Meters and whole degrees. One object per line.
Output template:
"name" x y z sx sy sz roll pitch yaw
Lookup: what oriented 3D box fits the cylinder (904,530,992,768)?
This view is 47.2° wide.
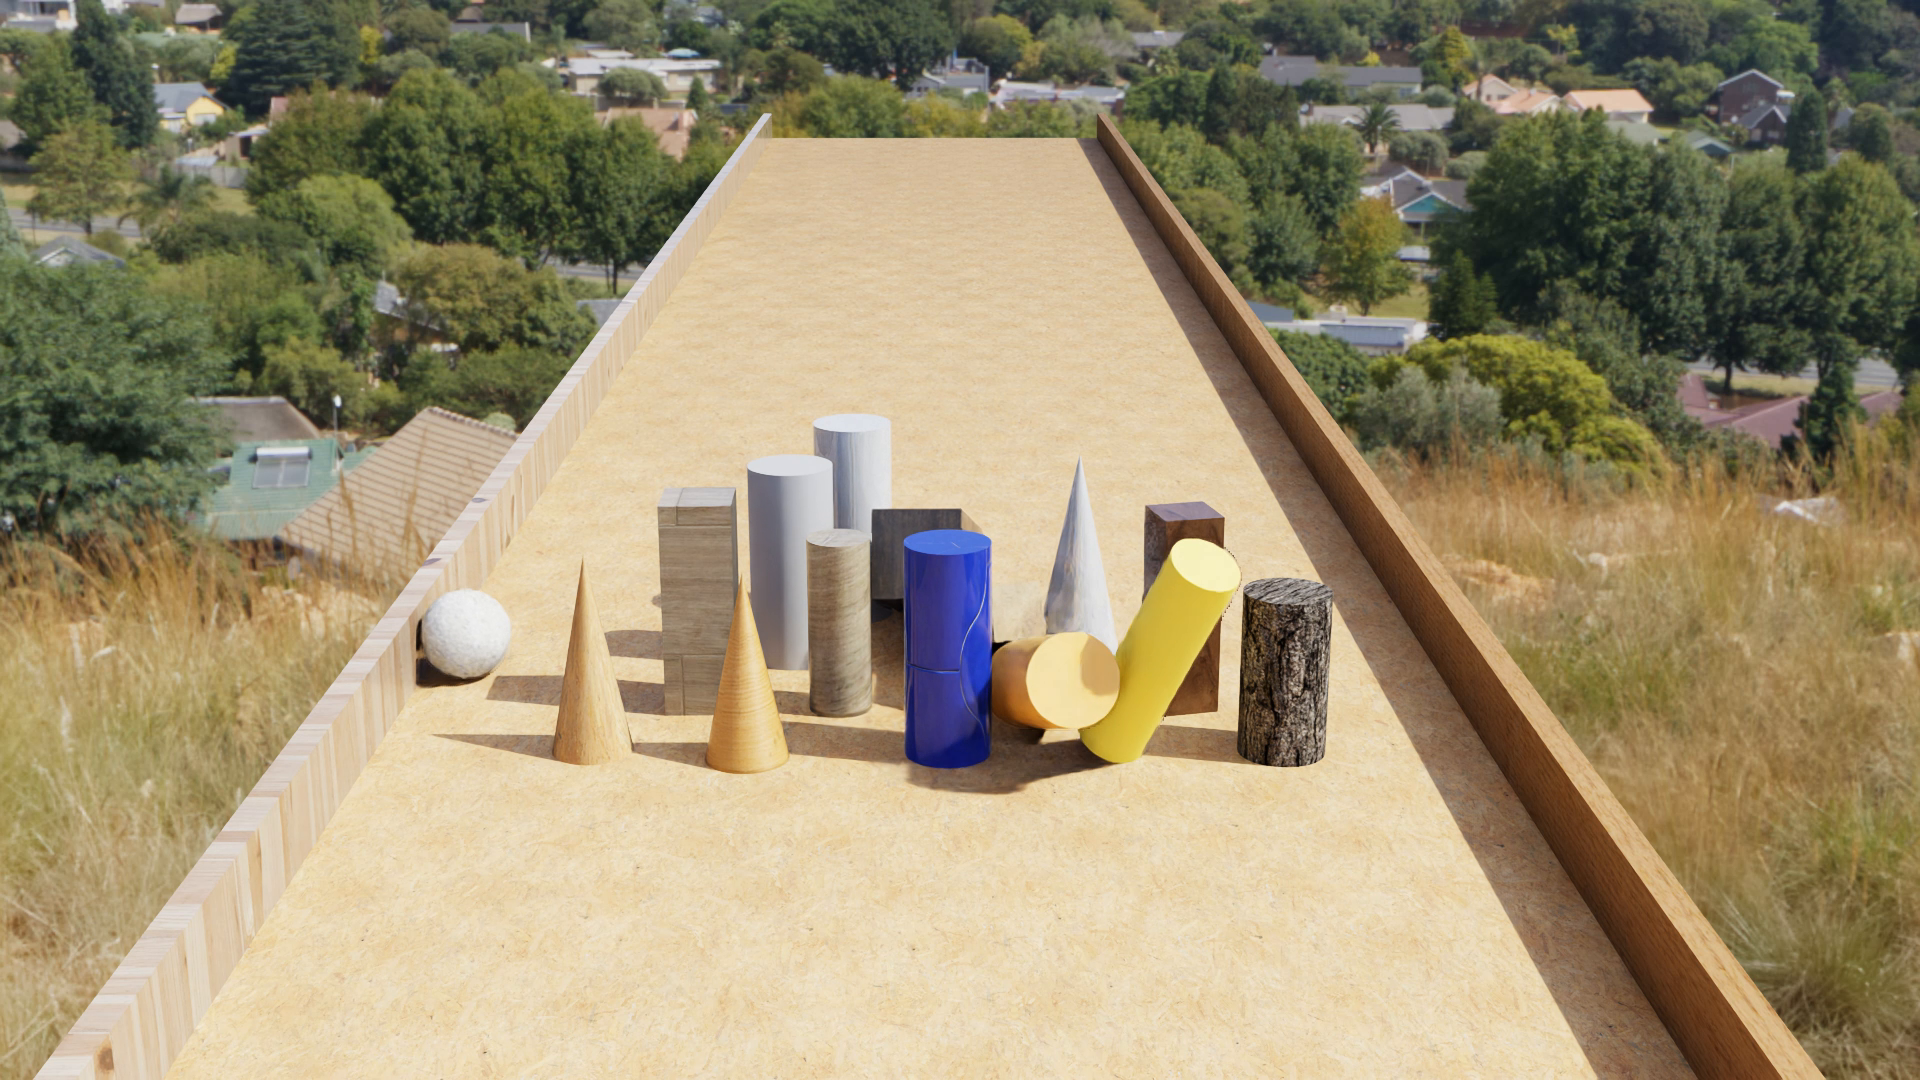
"cylinder" -0.022 0.192 3.892 0.155 0.393 0.155 0 17 0

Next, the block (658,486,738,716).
"block" -0.486 0.115 4.126 0.133 0.407 0.133 0 17 -1

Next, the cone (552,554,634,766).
"cone" -0.660 0.200 3.904 0.145 0.370 0.145 0 17 0

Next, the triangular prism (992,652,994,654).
"triangular prism" 0.094 0.194 4.419 0.096 0.083 0.388 -2 17 -8

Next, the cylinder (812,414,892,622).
"cylinder" -0.226 -0.045 4.647 0.164 0.417 0.164 0 17 0

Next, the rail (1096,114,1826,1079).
"rail" 0.932 -0.844 7.801 0.050 0.150 12.000 0 17 -1

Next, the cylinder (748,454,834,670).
"cylinder" -0.335 0.044 4.380 0.168 0.399 0.168 0 17 0

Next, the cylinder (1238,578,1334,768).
"cylinder" 0.577 0.234 3.910 0.157 0.302 0.157 0 17 0

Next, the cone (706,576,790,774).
"cone" -0.379 0.222 3.871 0.151 0.348 0.151 0 17 0

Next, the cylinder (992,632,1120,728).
"cylinder" 0.156 0.251 3.887 0.163 0.163 0.370 -3 -4 -11

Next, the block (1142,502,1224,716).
"block" 0.416 0.129 4.125 0.115 0.381 0.115 -4 17 -14

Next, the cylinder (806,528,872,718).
"cylinder" -0.225 0.156 4.115 0.118 0.335 0.118 0 17 0

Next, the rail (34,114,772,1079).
"rail" -1.118 -0.838 7.780 0.050 0.150 12.000 0 17 -1

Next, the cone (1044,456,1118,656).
"cone" 0.235 0.033 4.366 0.180 0.427 0.180 0 17 0

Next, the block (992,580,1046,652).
"block" 0.042 0.161 4.248 0.104 0.104 0.377 -6 -6 -21

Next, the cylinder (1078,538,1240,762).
"cylinder" 0.339 0.196 3.797 0.125 0.437 0.125 14 40 -12

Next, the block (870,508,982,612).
"block" -0.064 0.046 4.493 0.176 0.176 0.442 0 -5 6

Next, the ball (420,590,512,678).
"ball" -0.968 0.183 4.306 0.174 0.174 0.174 0 17 0
